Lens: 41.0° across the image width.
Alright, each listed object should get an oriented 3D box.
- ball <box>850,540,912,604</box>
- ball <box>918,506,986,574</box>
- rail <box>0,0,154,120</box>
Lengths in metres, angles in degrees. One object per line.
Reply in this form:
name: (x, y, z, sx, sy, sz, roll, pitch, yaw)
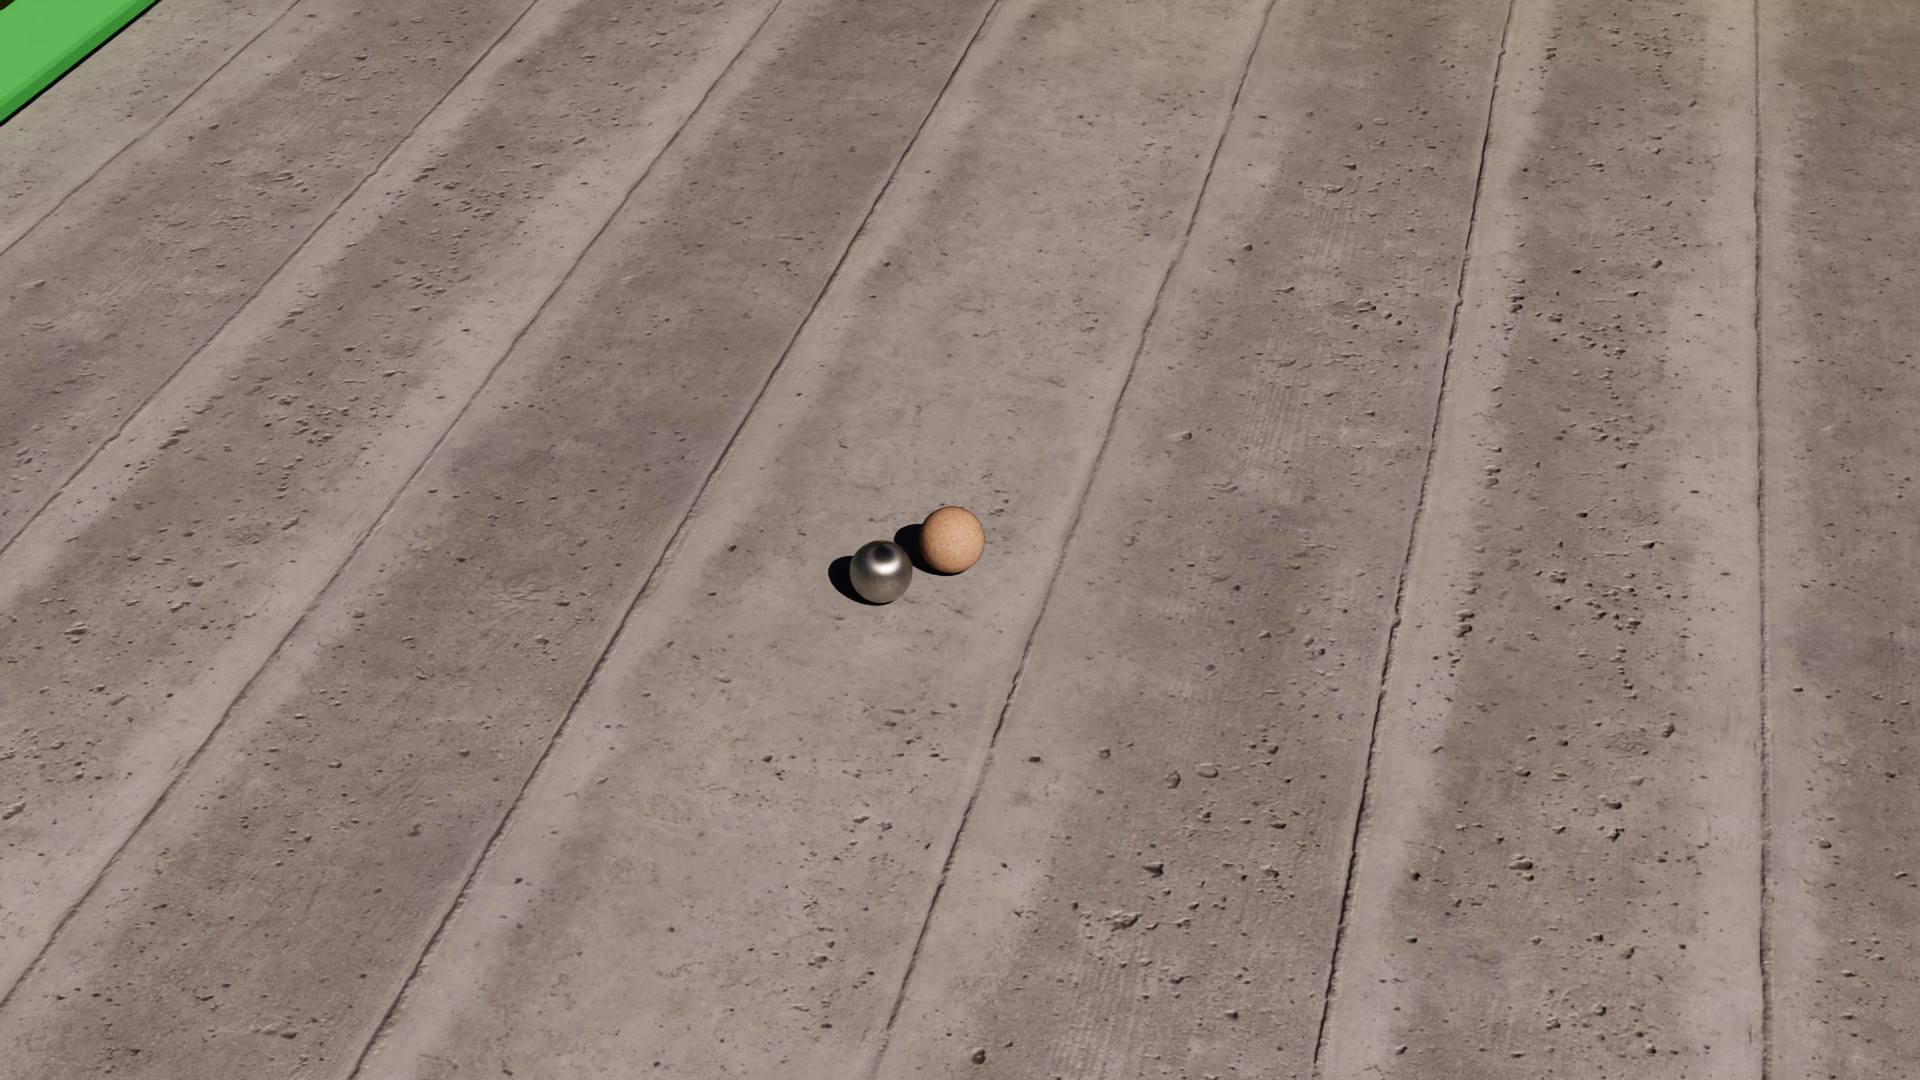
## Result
ball: (-0.056, 0.022, 1.820, 0.045, 0.045, 0.045, 0, 35, 0)
ball: (-0.006, 0.000, 1.850, 0.048, 0.048, 0.048, 0, 35, 0)
rail: (-1.023, -0.168, 2.047, 0.045, 0.097, 2.524, 8, 36, 12)
